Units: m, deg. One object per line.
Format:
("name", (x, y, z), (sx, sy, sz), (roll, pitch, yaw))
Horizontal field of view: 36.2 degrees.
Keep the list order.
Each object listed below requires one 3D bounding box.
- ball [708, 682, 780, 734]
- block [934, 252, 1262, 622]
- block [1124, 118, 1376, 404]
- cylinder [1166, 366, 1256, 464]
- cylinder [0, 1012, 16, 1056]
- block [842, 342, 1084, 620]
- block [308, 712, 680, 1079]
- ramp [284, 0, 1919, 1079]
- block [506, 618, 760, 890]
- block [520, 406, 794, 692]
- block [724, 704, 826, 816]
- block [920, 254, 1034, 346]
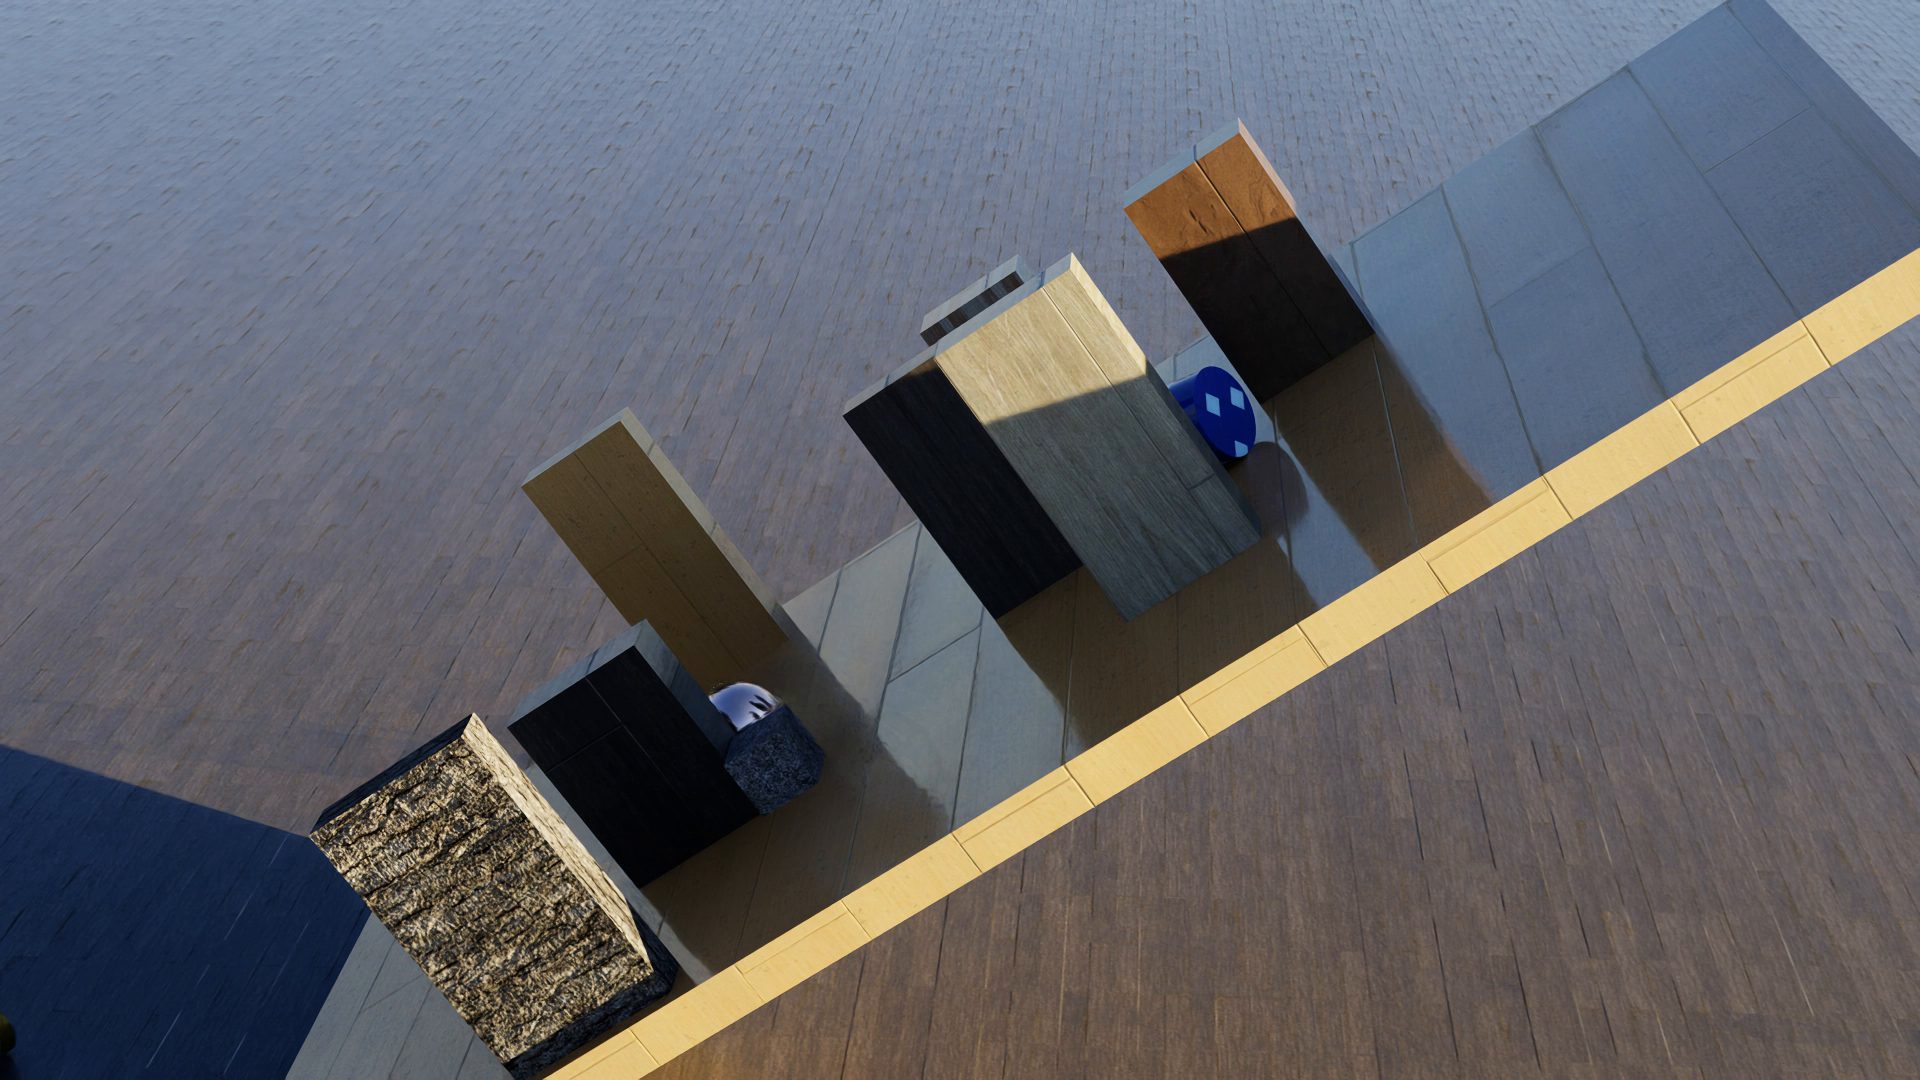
("ball", (-0.476, 0.408, 6.388), (0.199, 0.199, 0.199), (0, 21, 0))
("block", (0.269, -0.193, 5.665), (0.314, 0.652, 0.114), (-32, 16, 15))
("block", (0.621, -0.598, 6.321), (0.293, 0.528, 0.145), (-32, 16, 15))
("cylinder", (0.481, -0.237, 6.189), (0.201, 0.201, 0.201), (-24, 3, 40))
("cylinder", (-2.292, 1.170, 6.887), (0.109, 0.109, 0.109), (15, 25, 34))
("block", (0.092, -0.171, 6.173), (0.427, 0.554, 0.092), (-32, 16, 15))
("block", (-0.884, 0.688, 5.611), (0.372, 0.643, 0.108), (-32, 16, 15))
("ramp", (0.135, 0.174, 6.307), (4.000, 0.100, 2.000), (-32, 16, 15))
("block", (-0.670, 0.452, 6.197), (0.336, 0.454, 0.143), (-32, 16, 15))
("block", (-0.728, 0.038, 7.123), (0.301, 0.676, 0.105), (-32, 16, 15))
("block", (-0.387, 0.460, 6.151), (0.141, 0.141, 0.141), (-32, 16, 15))
("block", (0.170, -0.345, 6.582), (0.257, 0.519, 0.134), (-32, 16, 15))
